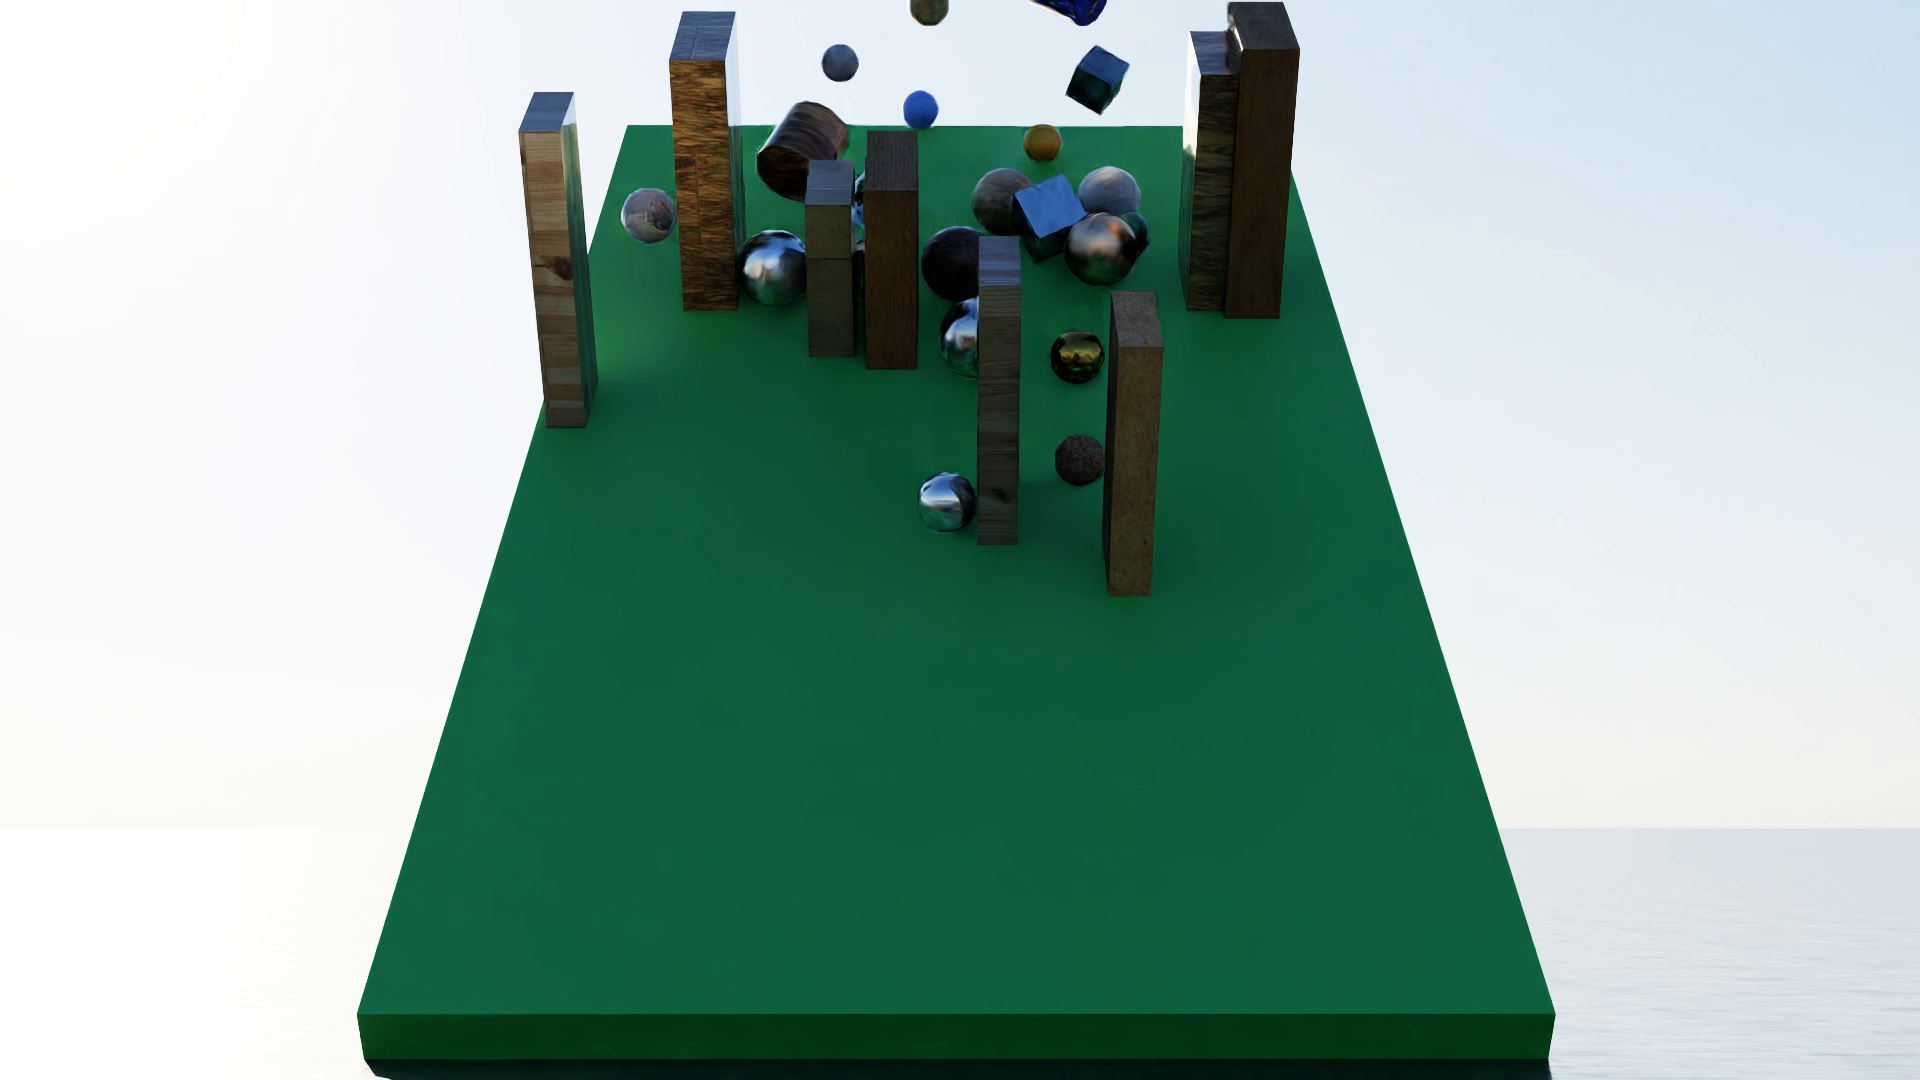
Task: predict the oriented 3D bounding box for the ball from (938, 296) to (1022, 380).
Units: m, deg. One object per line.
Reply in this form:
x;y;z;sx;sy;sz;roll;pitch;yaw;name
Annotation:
0.050;-0.497;5.992;0.204;0.204;0.204;0;-7;0;ball

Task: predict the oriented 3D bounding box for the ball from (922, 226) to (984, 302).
-0.002;-0.723;6.369;0.200;0.200;0.200;0;-7;0;ball

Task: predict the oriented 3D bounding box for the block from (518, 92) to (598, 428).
-0.939;-0.652;5.712;0.093;0.751;0.247;0;31;0;block

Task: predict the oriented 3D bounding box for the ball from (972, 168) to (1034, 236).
0.125;-0.935;6.724;0.185;0.185;0.185;0;-7;0;ball

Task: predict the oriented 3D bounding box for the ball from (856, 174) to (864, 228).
-0.212;-0.909;6.512;0.173;0.173;0.173;0;-7;0;ball

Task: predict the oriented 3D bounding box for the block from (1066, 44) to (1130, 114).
0.375;-1.252;6.615;0.112;0.112;0.112;32;-38;7;block

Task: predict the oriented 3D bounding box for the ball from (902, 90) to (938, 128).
-0.122;-1.317;7.435;0.115;0.115;0.115;0;-7;0;ball

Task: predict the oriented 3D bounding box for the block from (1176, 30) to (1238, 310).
0.649;-0.959;6.332;0.111;0.647;0.320;0;31;0;block

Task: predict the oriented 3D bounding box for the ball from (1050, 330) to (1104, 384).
0.288;-0.451;5.983;0.135;0.135;0.135;0;-7;0;ball

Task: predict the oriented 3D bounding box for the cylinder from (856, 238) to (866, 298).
-0.229;-0.732;6.442;0.138;0.138;0.138;-4;25;33;cylinder

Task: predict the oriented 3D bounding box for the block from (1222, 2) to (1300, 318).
0.759;-0.980;6.287;0.142;0.730;0.357;0;31;0;block

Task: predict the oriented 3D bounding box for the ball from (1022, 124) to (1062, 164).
0.244;-1.175;7.200;0.117;0.117;0.117;0;-7;0;ball

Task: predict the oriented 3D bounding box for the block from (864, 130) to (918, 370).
-0.170;-0.730;6.109;0.126;0.480;0.386;0;31;0;block

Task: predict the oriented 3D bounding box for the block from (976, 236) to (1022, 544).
0.083;-0.323;5.294;0.087;0.626;0.253;0;31;0;block

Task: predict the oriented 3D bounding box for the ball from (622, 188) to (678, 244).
-0.846;-0.884;6.625;0.152;0.152;0.152;0;-7;0;ball

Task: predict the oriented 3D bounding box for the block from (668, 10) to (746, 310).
-0.651;-0.987;6.335;0.139;0.682;0.371;0;31;0;block

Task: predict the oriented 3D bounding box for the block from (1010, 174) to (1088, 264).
0.241;-0.866;6.561;0.148;0.148;0.148;-24;-18;-11;block

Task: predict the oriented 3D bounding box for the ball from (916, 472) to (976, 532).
-0.030;-0.084;5.372;0.134;0.134;0.134;0;-7;0;ball

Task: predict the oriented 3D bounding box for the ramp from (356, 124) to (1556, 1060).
-0.014;-0.200;5.792;2.000;0.100;4.000;0;31;0;ramp

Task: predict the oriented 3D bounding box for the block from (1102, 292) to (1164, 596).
0.361;-0.200;5.127;0.089;0.590;0.260;0;31;0;block

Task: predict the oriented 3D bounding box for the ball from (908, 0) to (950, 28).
-0.091;-1.549;7.047;0.124;0.124;0.124;0;-7;0;ball

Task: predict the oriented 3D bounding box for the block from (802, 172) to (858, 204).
-0.359;-0.975;6.774;0.130;0.130;0.130;26;-1;20;block

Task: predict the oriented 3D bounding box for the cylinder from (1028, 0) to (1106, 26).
0.314;-1.602;7.075;0.170;0.170;0.170;31;12;33;cylinder

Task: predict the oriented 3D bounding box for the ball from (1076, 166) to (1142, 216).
0.413;-0.947;6.763;0.180;0.180;0.180;0;-7;0;ball

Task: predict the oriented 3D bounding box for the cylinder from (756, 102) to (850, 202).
-0.413;-1.024;6.407;0.186;0.186;0.186;18;-36;14;cylinder

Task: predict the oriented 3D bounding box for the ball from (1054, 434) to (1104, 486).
0.270;-0.180;5.460;0.117;0.117;0.117;0;-7;0;ball

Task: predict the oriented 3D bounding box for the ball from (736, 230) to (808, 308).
-0.480;-0.707;6.337;0.203;0.203;0.203;0;-7;0;ball

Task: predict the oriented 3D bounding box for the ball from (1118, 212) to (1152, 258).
0.459;-0.828;6.617;0.127;0.127;0.127;0;-7;0;ball

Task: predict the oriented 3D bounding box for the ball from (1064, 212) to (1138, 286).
0.374;-0.770;6.455;0.195;0.195;0.195;0;-7;0;ball

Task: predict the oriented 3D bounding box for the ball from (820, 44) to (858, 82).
-0.348;-1.383;7.050;0.111;0.111;0.111;0;-7;0;ball

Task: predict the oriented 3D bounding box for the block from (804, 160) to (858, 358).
-0.323;-0.713;6.143;0.113;0.413;0.290;0;31;0;block
